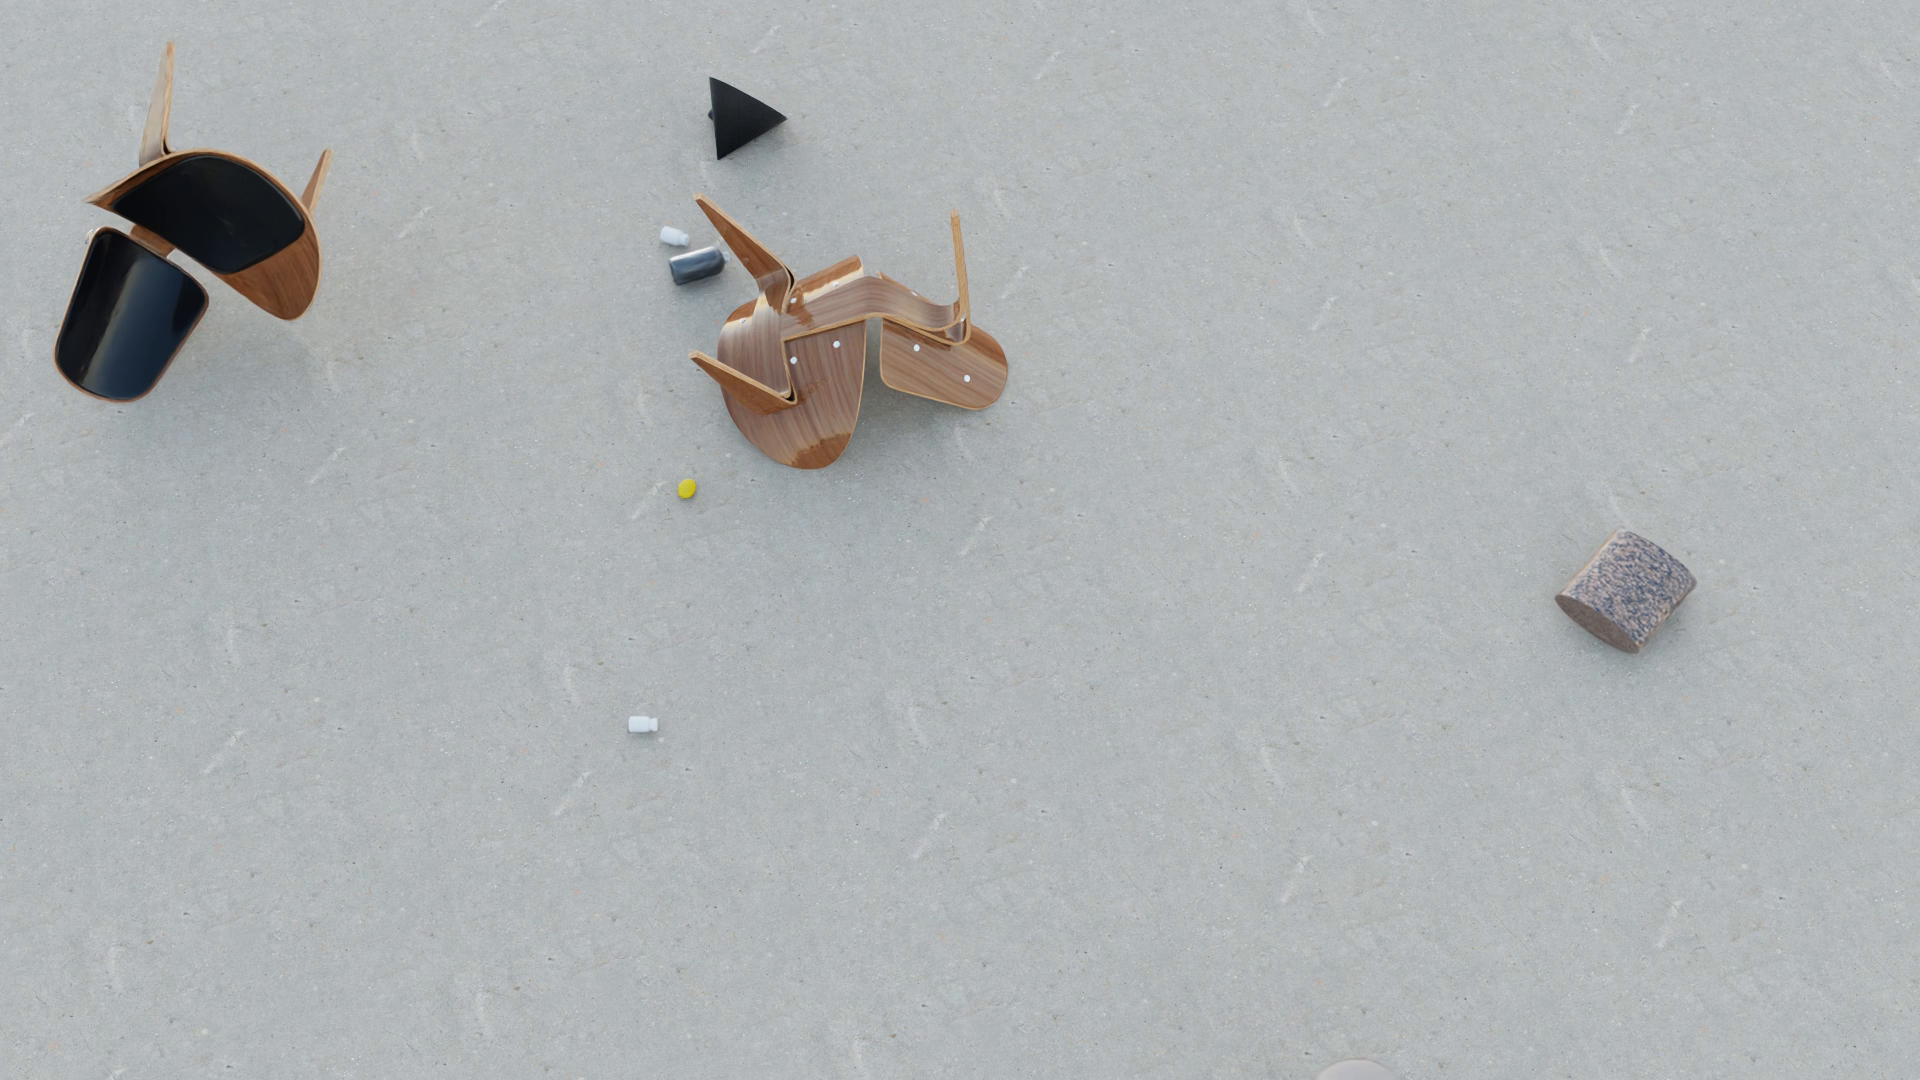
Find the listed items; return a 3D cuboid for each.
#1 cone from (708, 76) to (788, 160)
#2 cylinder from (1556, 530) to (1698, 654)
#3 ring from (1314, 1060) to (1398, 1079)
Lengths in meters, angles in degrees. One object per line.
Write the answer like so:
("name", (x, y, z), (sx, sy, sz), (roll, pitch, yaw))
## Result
("cone", (-0.767, -1.387, 7.427), (0.267, 0.312, 0.234), (30, 95, 45))
("cylinder", (1.941, 0.148, 6.406), (0.284, 0.113, 0.310), (37, 63, 23))
("ring", (0.980, 1.495, 5.499), (0.314, 0.122, 0.419), (17, 59, 12))
